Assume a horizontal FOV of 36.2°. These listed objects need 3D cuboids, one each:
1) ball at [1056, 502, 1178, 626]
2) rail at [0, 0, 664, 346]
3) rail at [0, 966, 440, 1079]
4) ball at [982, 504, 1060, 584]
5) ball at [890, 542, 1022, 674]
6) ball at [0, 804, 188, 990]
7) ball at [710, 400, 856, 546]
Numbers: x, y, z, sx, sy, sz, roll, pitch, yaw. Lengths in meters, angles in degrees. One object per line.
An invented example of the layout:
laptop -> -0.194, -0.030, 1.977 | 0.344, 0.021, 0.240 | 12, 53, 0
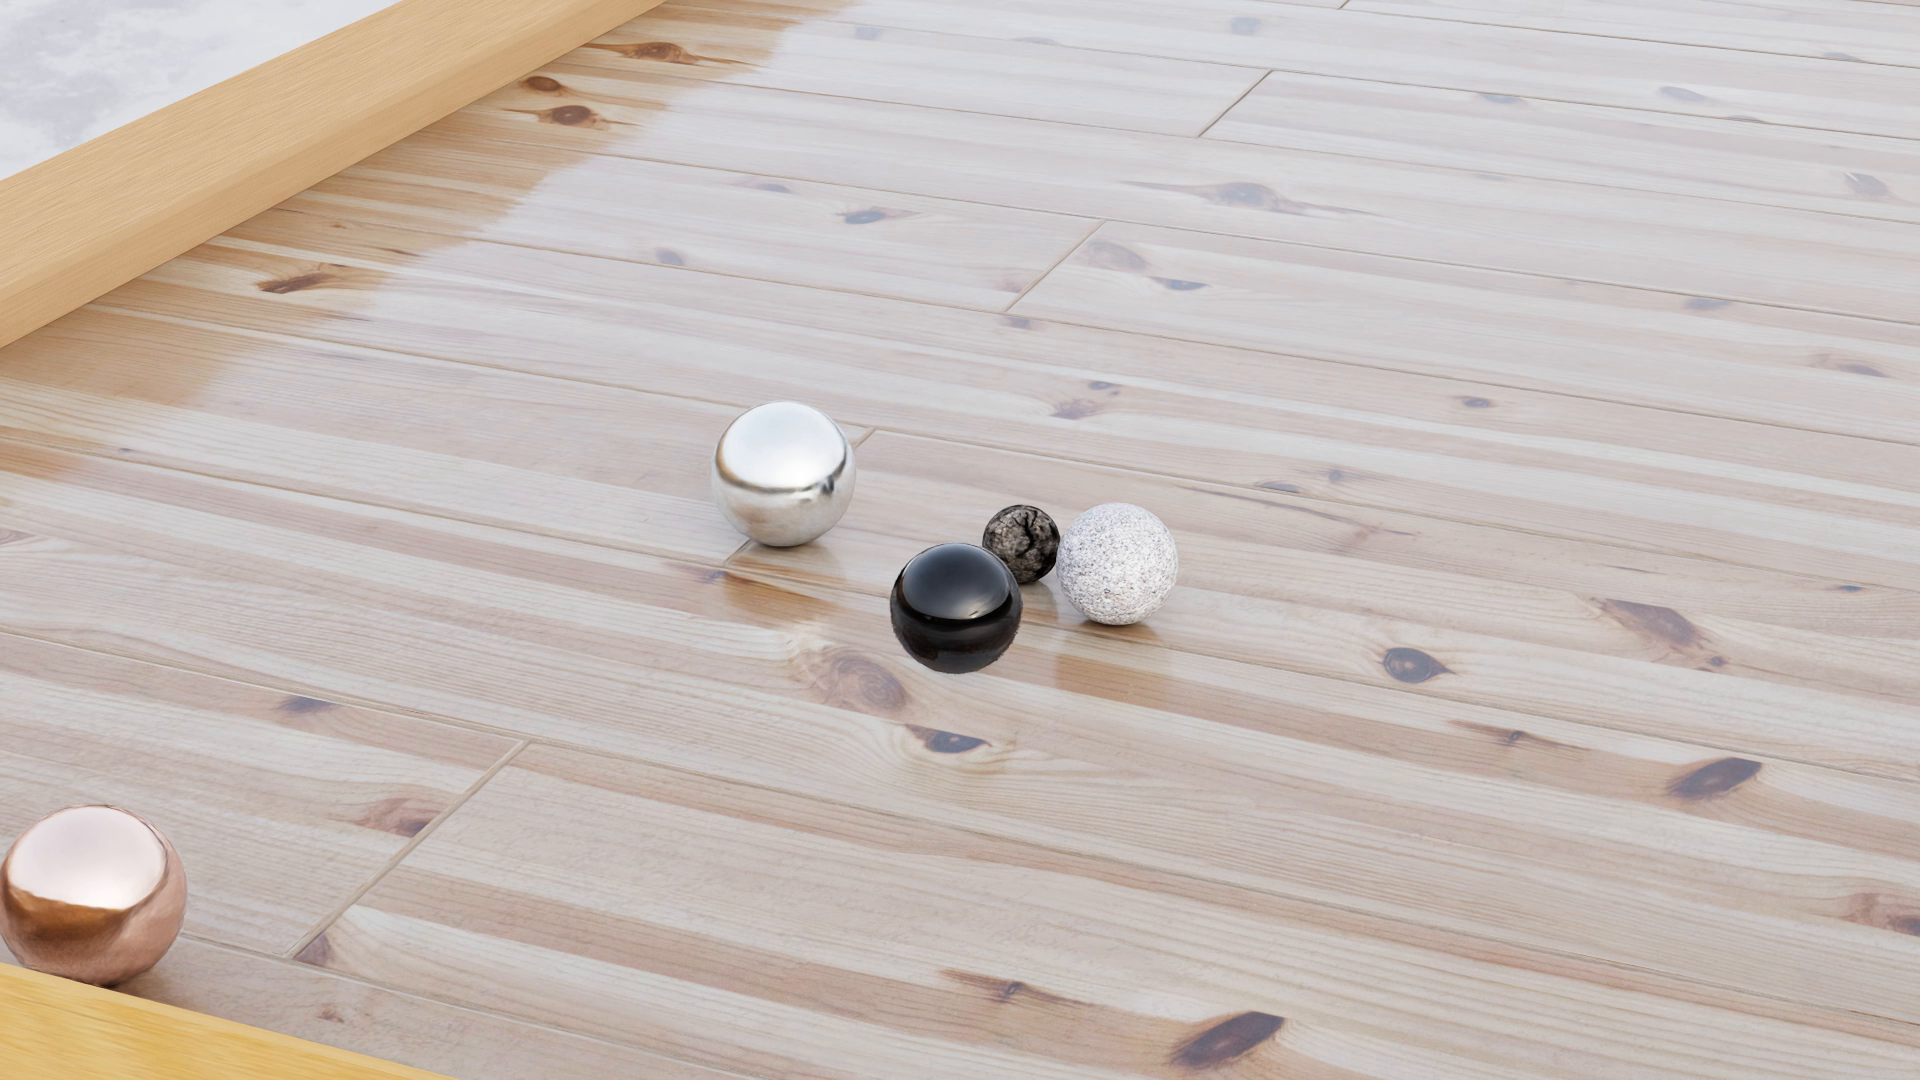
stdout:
ball -> 0.098, 0.015, 1.829 | 0.077, 0.077, 0.077 | 0, 25, 0
rail -> -0.483, -0.449, 2.761 | 0.045, 0.125, 2.960 | 10, 27, 20
rail -> -0.269, 0.254, 1.259 | 1.690, 0.125, 0.045 | 10, 27, 20
ball -> 0.039, 0.003, 1.886 | 0.051, 0.051, 0.051 | 0, 25, 0
ball -> -0.003, 0.041, 1.770 | 0.080, 0.080, 0.080 | 0, 25, 0
ball -> -0.432, 0.178, 1.463 | 0.092, 0.092, 0.092 | 0, 25, 0
ball -> -0.116, -0.044, 1.931 | 0.096, 0.096, 0.096 | 0, 25, 0
